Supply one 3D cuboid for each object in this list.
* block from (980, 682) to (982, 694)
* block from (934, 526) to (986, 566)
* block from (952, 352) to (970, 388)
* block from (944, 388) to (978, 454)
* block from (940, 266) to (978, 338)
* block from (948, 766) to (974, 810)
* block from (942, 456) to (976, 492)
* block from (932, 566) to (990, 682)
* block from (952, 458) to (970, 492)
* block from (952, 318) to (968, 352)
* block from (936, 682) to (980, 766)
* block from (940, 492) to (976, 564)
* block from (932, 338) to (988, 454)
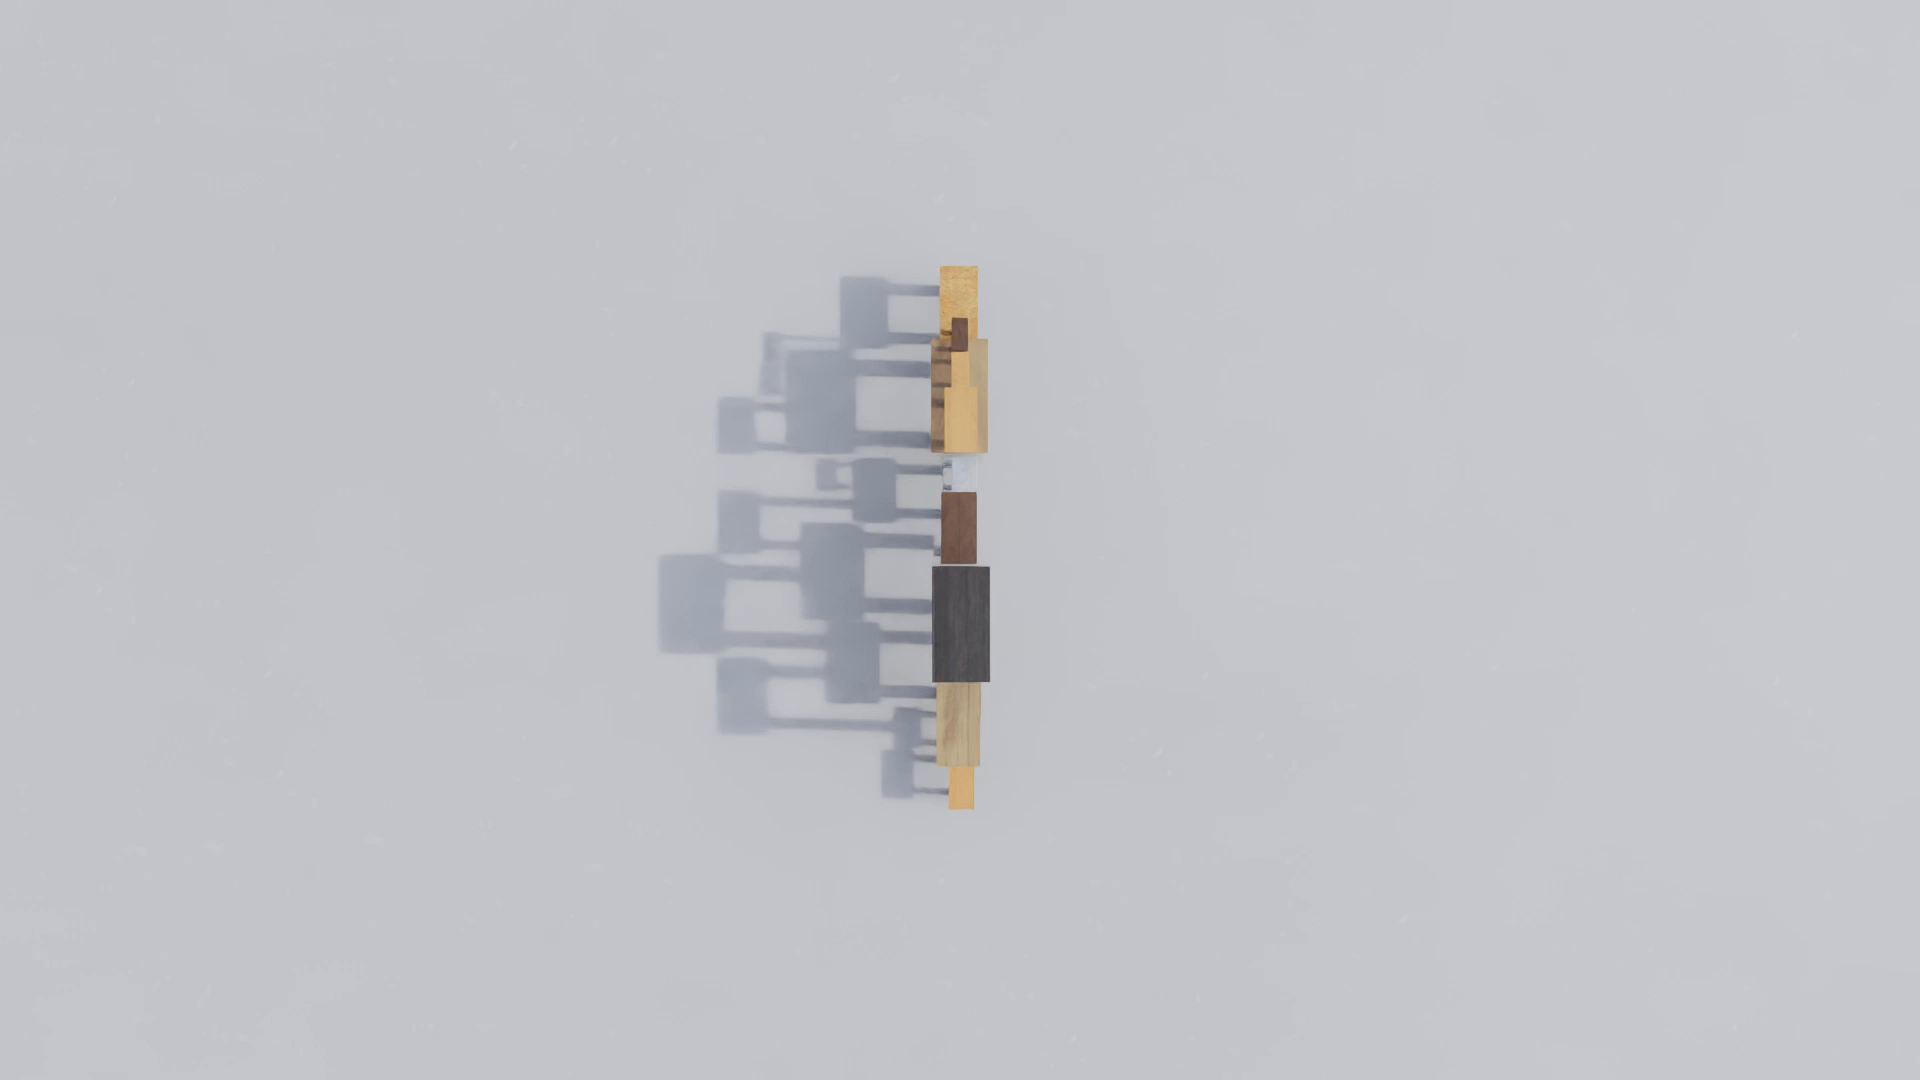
[{"bbox_3d":[-0.002,0.421,5.209,0.136,0.039,0.272,0,90,0],"label":"block"},{"bbox_3d":[-0.001,0.119,5.154,0.162,0.046,0.323,0,90,0],"label":"block"},{"bbox_3d":[0.002,-0.512,4.982,0.054,0.015,0.109,0,90,0],"label":"block"},{"bbox_3d":[0.003,-0.356,4.891,0.097,0.027,0.194,0,90,0],"label":"block"},{"bbox_3d":[-0.004,-0.748,5.242,0.121,0.034,0.241,0,90,0],"label":"block"},{"bbox_3d":[0.004,0.787,5.326,0.081,0.023,0.163,0,90,0],"label":"block"},{"bbox_3d":[0.000,-0.157,5.267,0.109,0.031,0.218,0,90,0],"label":"block"},{"bbox_3d":[0.003,0.243,4.774,0.167,0.047,0.334,0,90,0],"label":"block"},{"bbox_3d":[0.003,-0.201,5.136,0.054,0.015,0.108,0,90,0],"label":"block"},{"bbox_3d":[-0.001,-0.622,4.991,0.050,0.014,0.100,0,90,0],"label":"block"},{"bbox_3d":[-0.005,0.544,4.914,0.129,0.036,0.257,0,90,0],"label":"block"},{"bbox_3d":[-0.003,-0.036,4.903,0.107,0.030,0.213,0,90,0],"label":"block"},{"bbox_3d":[-0.001,-0.446,5.123,0.176,0.050,0.352,0,90,0],"label":"block"}]
